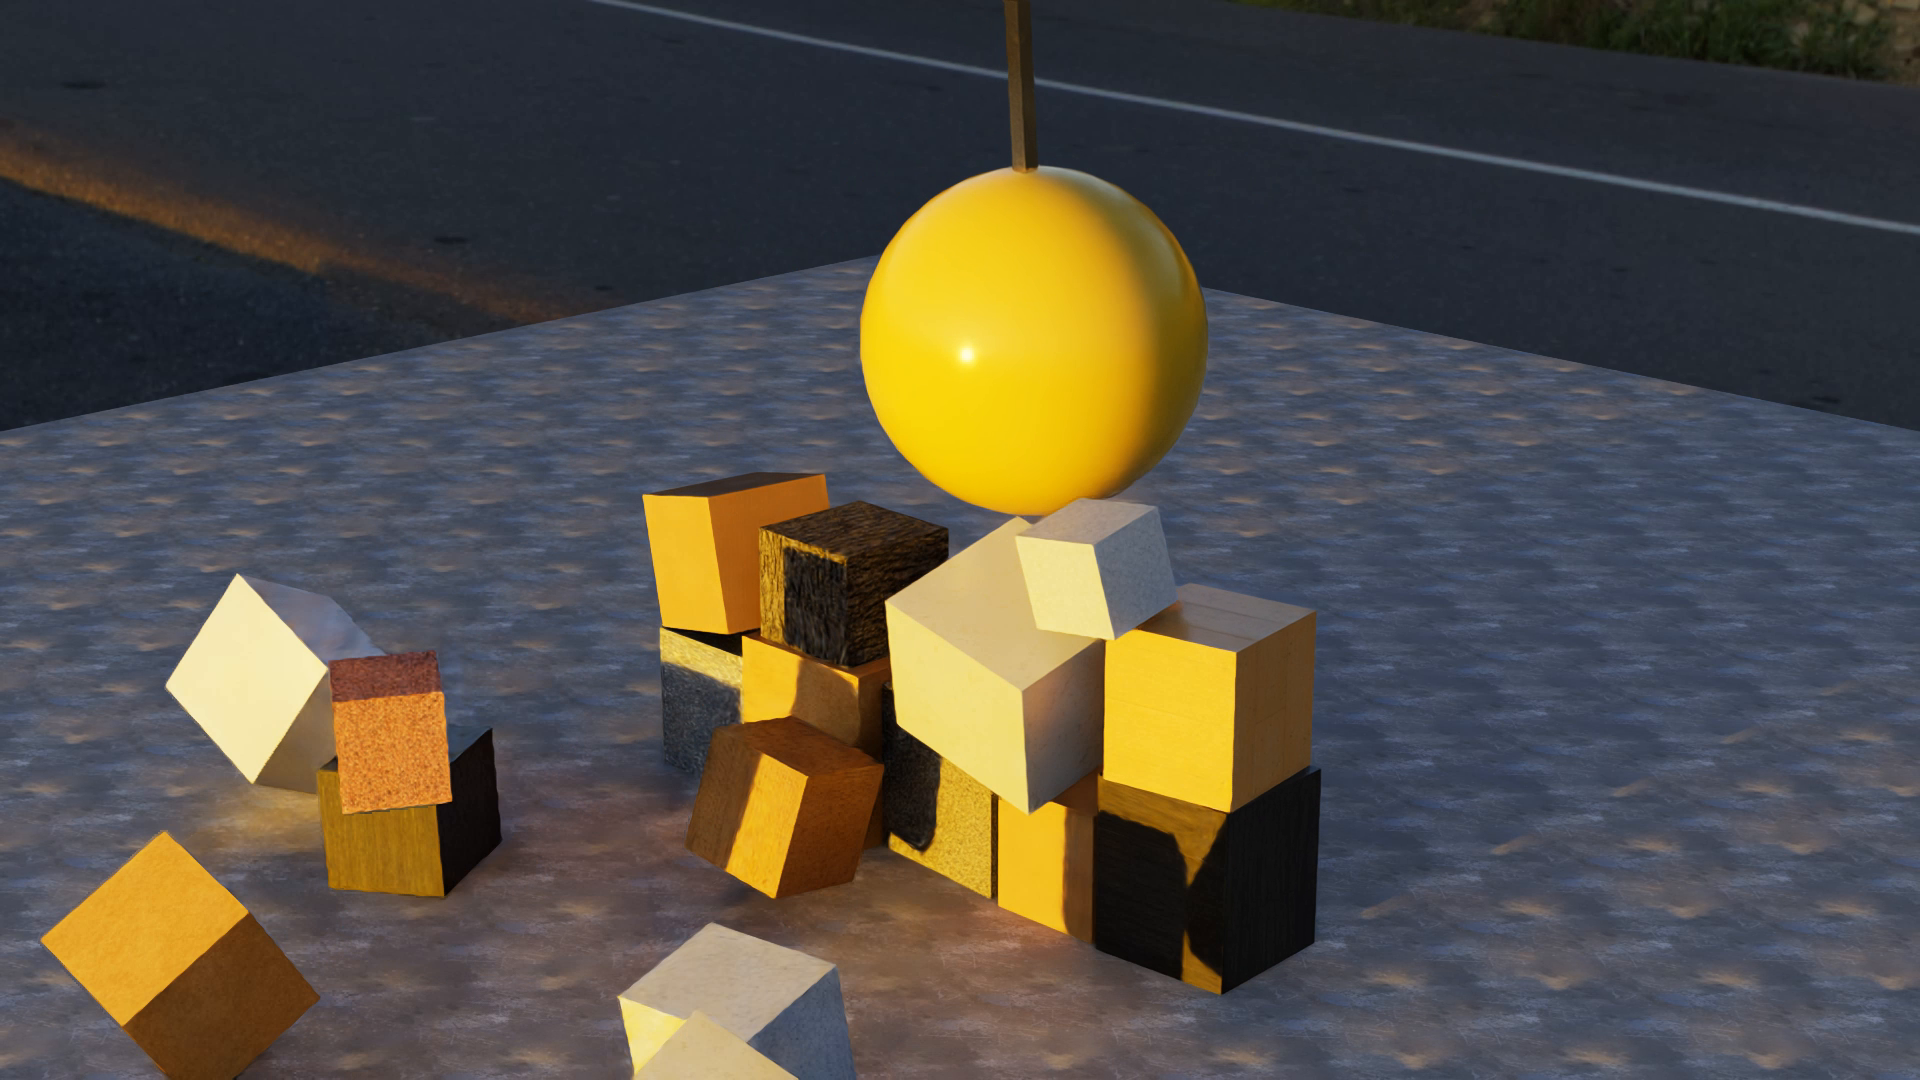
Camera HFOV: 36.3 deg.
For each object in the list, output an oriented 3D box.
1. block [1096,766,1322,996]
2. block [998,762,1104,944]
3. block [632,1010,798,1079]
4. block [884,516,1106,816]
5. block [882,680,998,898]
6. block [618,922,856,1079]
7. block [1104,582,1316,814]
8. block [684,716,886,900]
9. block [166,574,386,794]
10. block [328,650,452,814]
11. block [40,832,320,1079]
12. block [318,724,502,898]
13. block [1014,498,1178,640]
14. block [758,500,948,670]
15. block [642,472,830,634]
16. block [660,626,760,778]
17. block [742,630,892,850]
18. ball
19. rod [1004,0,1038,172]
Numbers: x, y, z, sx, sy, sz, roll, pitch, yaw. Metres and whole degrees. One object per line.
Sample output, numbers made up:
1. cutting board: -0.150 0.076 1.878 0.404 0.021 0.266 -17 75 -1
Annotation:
1. block: 1.065 1.374 12.609 0.675 0.817 0.680 15 23 39
2. block: 0.604 1.343 13.076 0.565 0.596 0.660 17 24 42
3. block: -0.846 2.115 10.042 0.597 0.609 0.548 31 53 20
4. block: 0.274 0.537 12.756 0.792 0.721 0.841 -33 47 -30
5. block: 0.143 1.077 13.572 0.659 0.808 0.789 -14 22 -37
6. block: -0.831 1.913 11.095 0.627 0.602 0.533 13 33 35
7. block: 1.054 0.653 12.372 0.627 0.700 0.657 12 21 34
8. block: -0.784 1.186 13.112 0.557 0.582 0.553 25 17 33
9. block: -3.220 0.712 14.143 0.793 0.666 0.646 40 10 31
10. block: -2.322 0.777 11.941 0.432 0.478 0.494 -5 19 -12
11. block: -3.025 1.669 11.399 0.616 0.629 0.638 -43 50 -18
12. block: -2.518 1.226 13.460 0.564 0.570 0.657 2 17 14
13. block: 0.570 0.116 12.199 0.446 0.426 0.409 7 29 46
14. block: -0.501 0.203 13.899 0.640 0.544 0.627 -16 24 -41
15. block: -1.068 0.054 14.422 0.649 0.665 0.695 -12 8 -31
16. block: -1.029 0.786 14.649 0.611 0.716 0.700 -17 24 -42
17. block: -0.473 0.874 14.120 0.787 0.866 0.817 -17 24 -42
18. ball: 0.338 -0.911 13.410 1.600 1.600 1.600 0 17 0
19. rod: 0.146 -4.087 12.211 0.080 5.200 0.080 17 29 42
